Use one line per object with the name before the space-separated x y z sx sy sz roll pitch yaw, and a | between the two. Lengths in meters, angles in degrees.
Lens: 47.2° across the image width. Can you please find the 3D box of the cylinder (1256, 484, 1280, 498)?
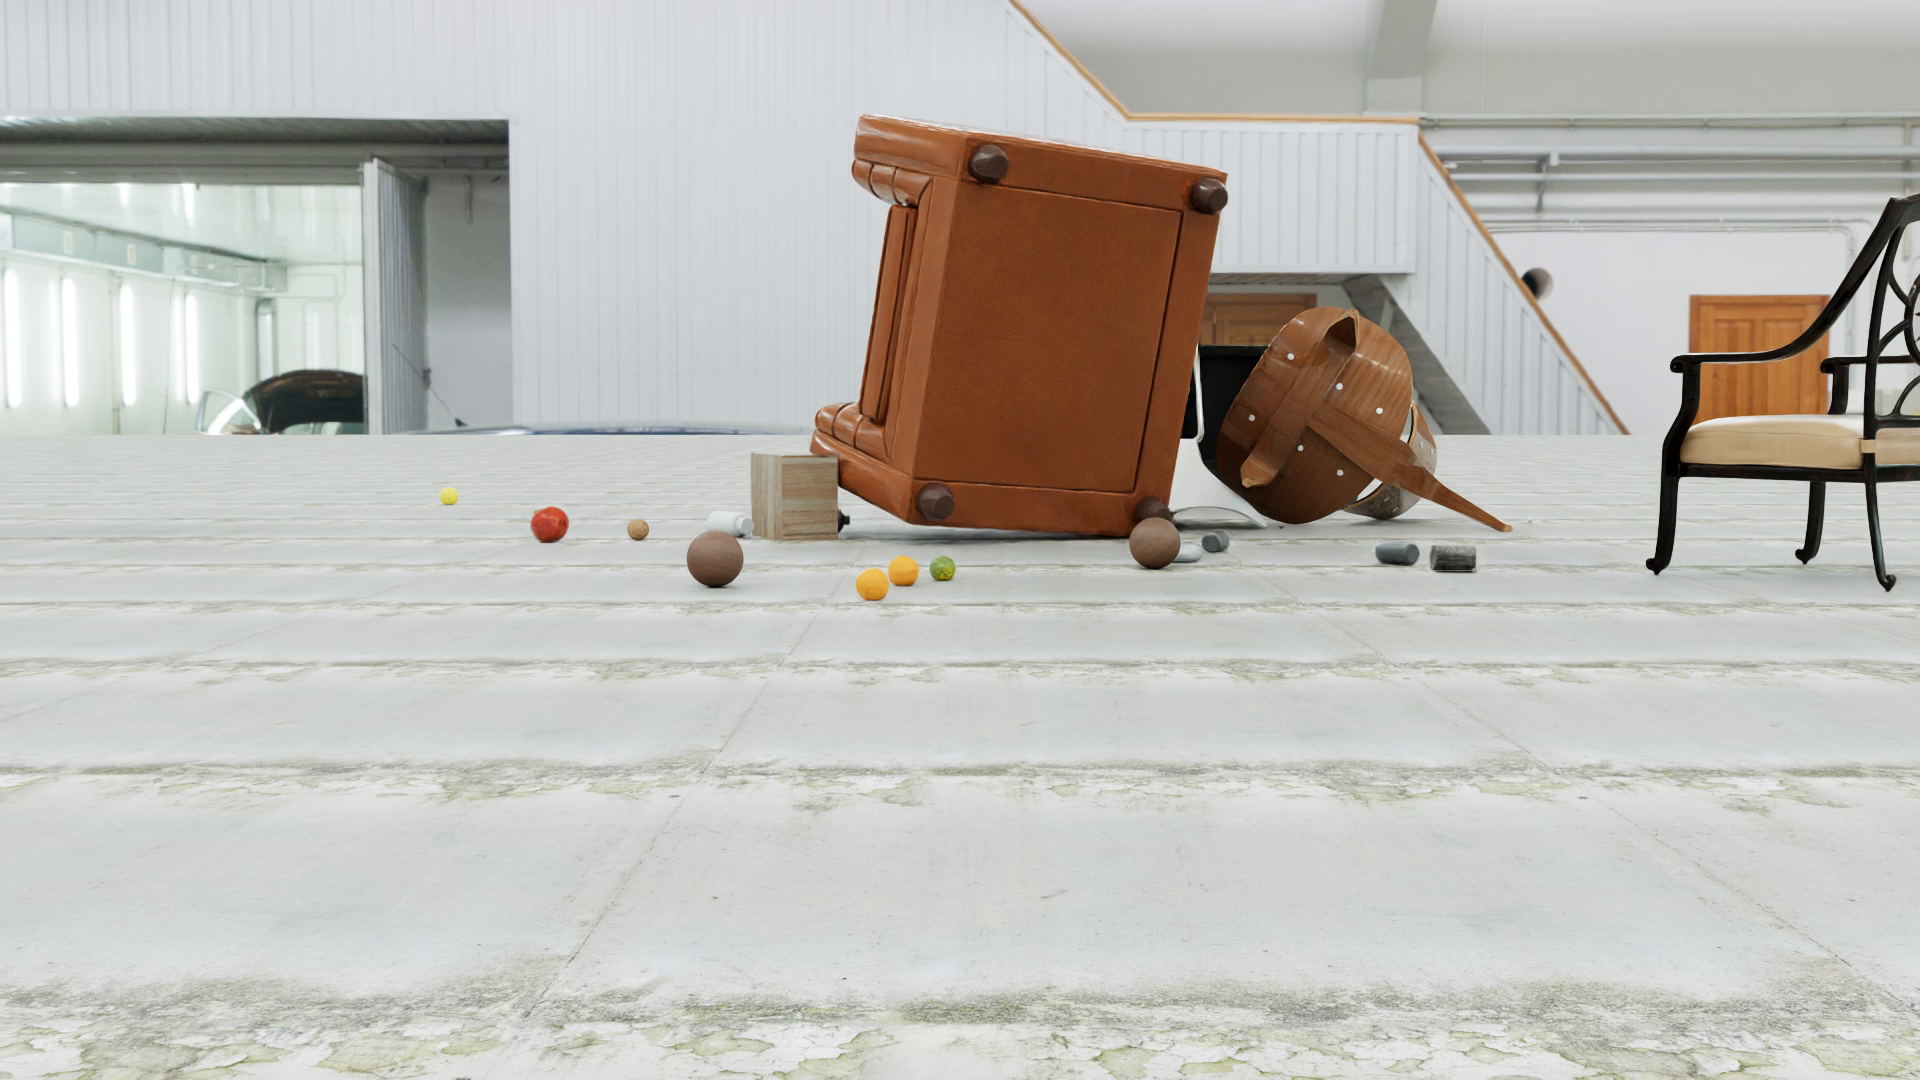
cylinder | 1.255 -0.199 8.976 0.080 0.061 0.088 0 -15 25

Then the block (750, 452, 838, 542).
block | -0.502 -0.134 6.650 0.179 0.252 0.277 -2 4 -24

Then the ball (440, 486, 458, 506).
ball | -1.977 -0.170 8.508 0.070 0.070 0.070 0 4 0

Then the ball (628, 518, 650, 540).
ball | -0.955 -0.031 6.525 0.065 0.065 0.065 0 4 0

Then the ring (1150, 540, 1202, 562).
ring | 0.568 0.029 5.786 0.133 0.047 0.309 -1 3 -4

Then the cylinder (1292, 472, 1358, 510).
cylinder | 1.377 -0.188 8.289 0.117 0.136 0.275 5 1 -23
